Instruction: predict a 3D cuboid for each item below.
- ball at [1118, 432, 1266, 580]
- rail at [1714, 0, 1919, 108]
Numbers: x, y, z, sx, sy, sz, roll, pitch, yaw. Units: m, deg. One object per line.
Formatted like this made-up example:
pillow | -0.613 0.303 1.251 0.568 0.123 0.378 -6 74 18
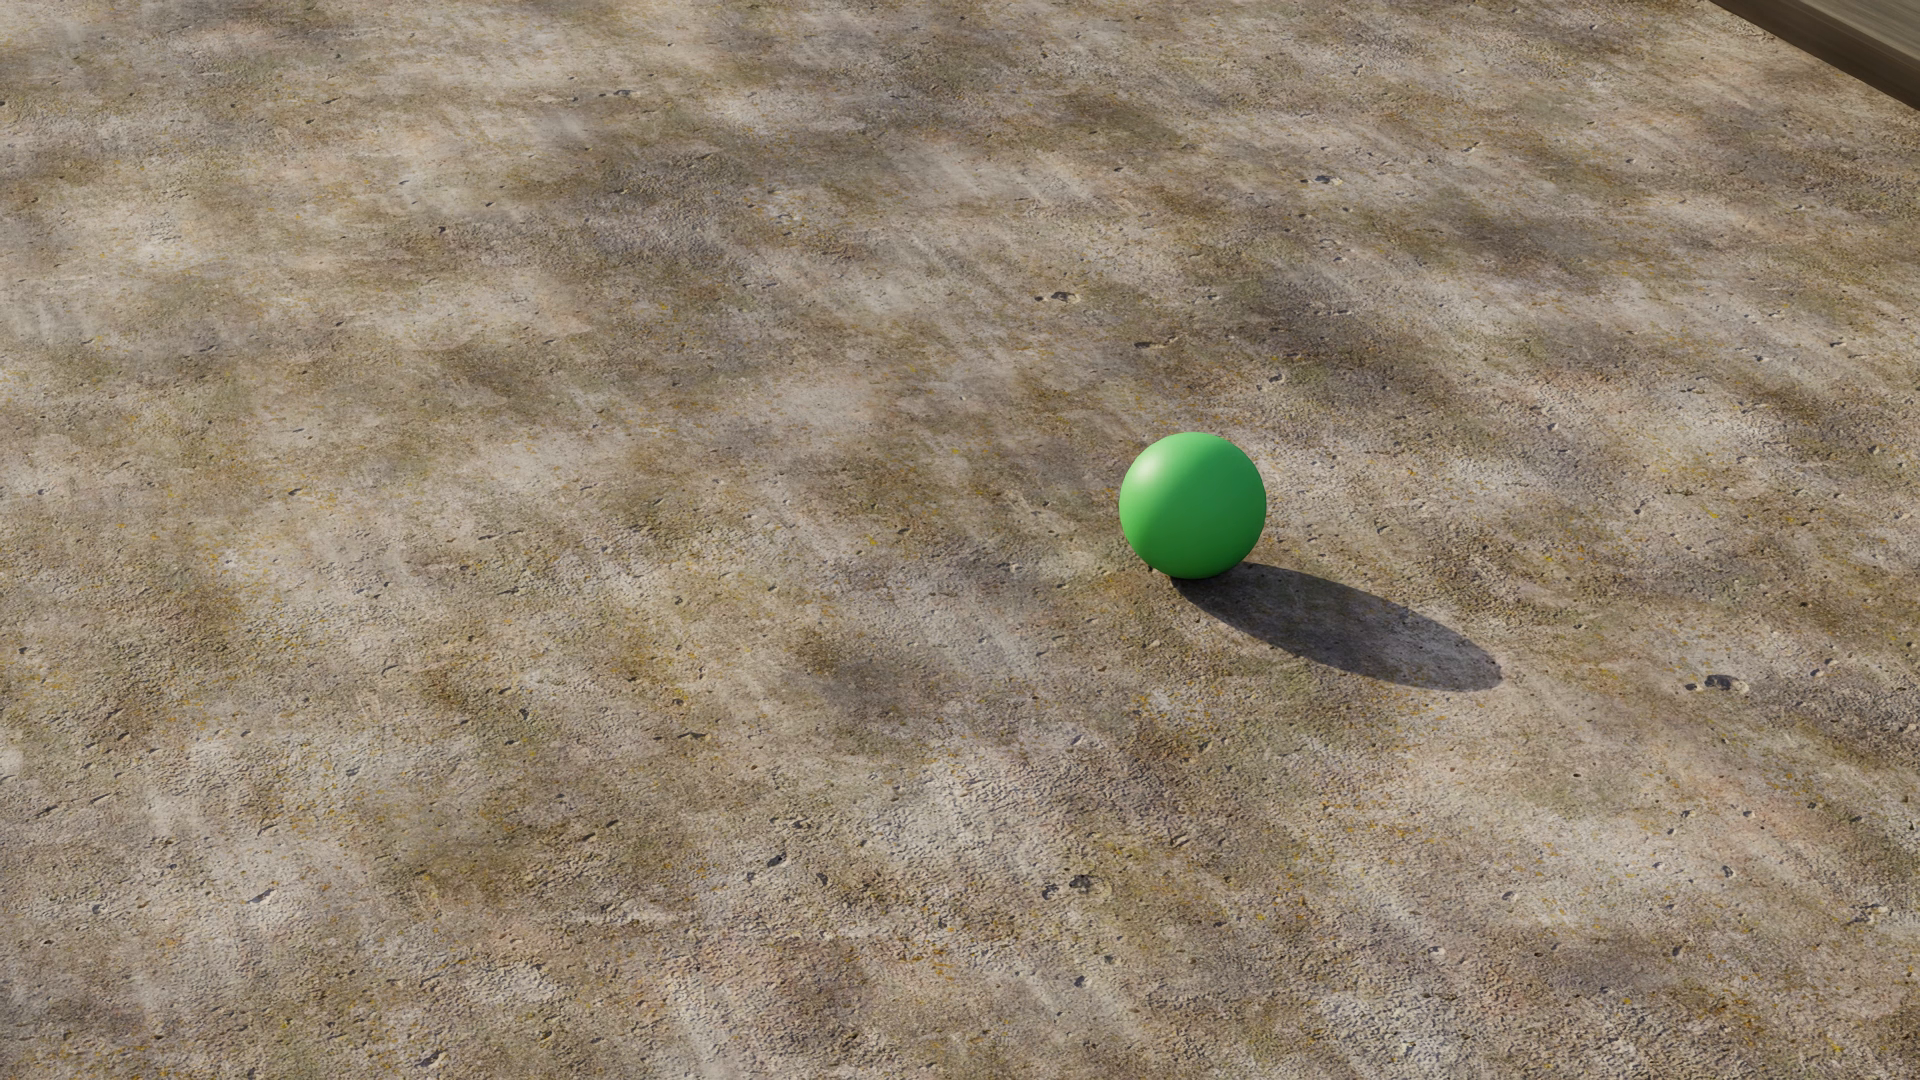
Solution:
ball | 0.146 -0.022 1.846 0.093 0.093 0.093 0 28 0
rail | 0.676 -0.628 2.937 0.045 0.120 3.832 -10 30 -18
